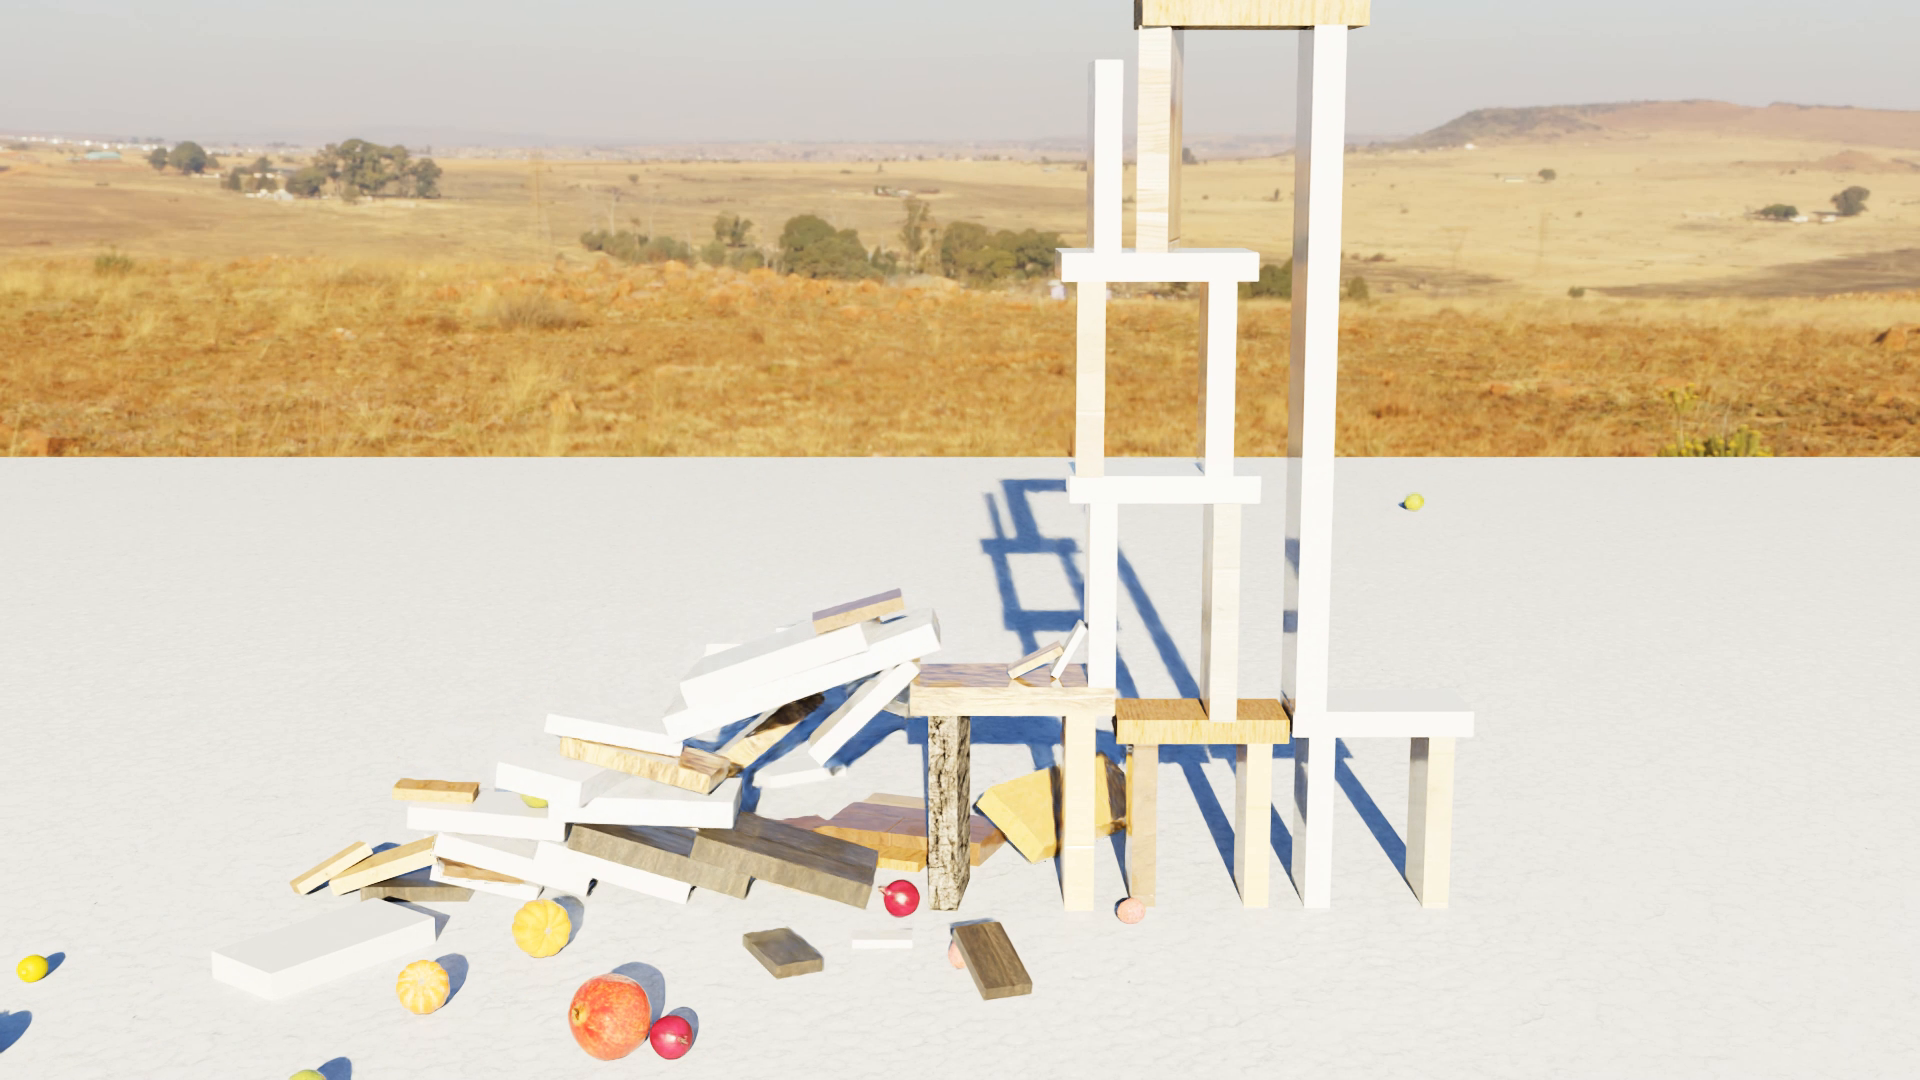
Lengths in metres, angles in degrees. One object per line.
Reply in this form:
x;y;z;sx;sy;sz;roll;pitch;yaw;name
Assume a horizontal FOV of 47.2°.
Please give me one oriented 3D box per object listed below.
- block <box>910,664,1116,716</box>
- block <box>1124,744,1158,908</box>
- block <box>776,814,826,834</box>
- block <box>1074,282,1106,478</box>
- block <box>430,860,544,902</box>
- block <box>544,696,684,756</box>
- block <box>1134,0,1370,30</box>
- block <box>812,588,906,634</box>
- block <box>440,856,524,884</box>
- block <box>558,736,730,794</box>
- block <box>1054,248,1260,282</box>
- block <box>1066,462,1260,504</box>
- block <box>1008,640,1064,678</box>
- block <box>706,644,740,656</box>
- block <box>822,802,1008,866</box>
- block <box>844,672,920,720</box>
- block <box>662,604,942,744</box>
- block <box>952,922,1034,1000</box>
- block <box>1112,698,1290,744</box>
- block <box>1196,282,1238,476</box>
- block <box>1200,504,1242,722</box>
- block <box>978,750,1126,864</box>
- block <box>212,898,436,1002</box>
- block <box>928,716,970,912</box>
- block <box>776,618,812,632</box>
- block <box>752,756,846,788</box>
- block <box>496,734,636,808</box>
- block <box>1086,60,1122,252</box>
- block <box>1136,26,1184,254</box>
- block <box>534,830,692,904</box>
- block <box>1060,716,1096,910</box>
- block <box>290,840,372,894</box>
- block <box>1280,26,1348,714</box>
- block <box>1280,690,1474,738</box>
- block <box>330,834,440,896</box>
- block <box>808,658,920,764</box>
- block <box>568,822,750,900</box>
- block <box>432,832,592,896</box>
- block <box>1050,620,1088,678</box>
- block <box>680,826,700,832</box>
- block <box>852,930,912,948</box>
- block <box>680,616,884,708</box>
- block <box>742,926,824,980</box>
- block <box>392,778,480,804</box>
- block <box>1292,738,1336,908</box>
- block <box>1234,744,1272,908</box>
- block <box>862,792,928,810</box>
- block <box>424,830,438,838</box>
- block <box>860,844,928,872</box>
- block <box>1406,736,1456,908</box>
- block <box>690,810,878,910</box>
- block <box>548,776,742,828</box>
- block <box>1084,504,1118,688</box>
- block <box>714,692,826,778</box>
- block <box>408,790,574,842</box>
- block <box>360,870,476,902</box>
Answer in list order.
0.084;0.244;3.606;0.329;0.047;0.164;0;11;0;block
0.300;0.453;3.648;0.039;0.277;0.139;0;11;0;block
-0.314;0.525;3.958;0.155;0.022;0.077;-5;12;-24;block
0.206;-0.262;3.496;0.043;0.305;0.153;0;11;2;block
-0.783;0.558;3.666;0.177;0.025;0.089;13;10;-2;block
-0.569;0.308;3.644;0.223;0.032;0.112;11;10;-7;block
0.447;-0.818;3.406;0.343;0.049;0.171;0;11;0;block
-0.163;0.114;3.538;0.148;0.021;0.074;-16;10;-1;block
-0.789;0.541;3.632;0.131;0.019;0.066;10;11;-19;block
-0.519;0.357;3.627;0.257;0.032;0.112;14;12;8;block
0.308;-0.435;3.473;0.305;0.043;0.153;0;11;-2;block
0.323;-0.093;3.533;0.300;0.042;0.150;0;11;1;block
0.123;0.195;3.592;0.095;0.013;0.047;-26;9;5;block
-0.397;0.210;3.972;0.071;0.020;0.142;-2;-13;19;block
-0.081;0.522;3.918;0.298;0.042;0.149;4;11;20;block
-0.147;0.241;4.086;0.041;0.146;0.292;-24;-19;17;block
-0.256;0.218;3.616;0.461;0.044;0.157;-20;9;3;block
0.048;0.628;3.285;0.074;0.021;0.149;-4;29;-19;block
0.393;0.297;3.619;0.277;0.039;0.139;0;11;0;block
0.408;-0.264;3.502;0.043;0.305;0.153;0;11;1;block
0.422;0.103;3.576;0.042;0.358;0.150;0;11;0;block
0.194;0.473;3.929;0.146;0.041;0.369;45;29;23;block
-0.972;0.624;3.371;0.149;0.042;0.298;8;13;37;block
-0.017;0.429;3.638;0.047;0.328;0.164;1;11;7;block
-0.302;0.184;4.050;0.018;0.064;0.129;5;9;21;block
-0.317;0.455;4.332;0.166;0.023;0.083;-6;12;-31;block
-0.627;0.367;3.673;0.149;0.042;0.328;12;12;15;block
0.226;-0.601;3.446;0.041;0.292;0.146;-1;11;-1;block
0.315;-0.628;3.454;0.049;0.343;0.171;2;11;12;block
-0.568;0.533;3.658;0.257;0.036;0.128;17;9;-3;block
0.194;0.428;3.640;0.047;0.328;0.164;0;11;0;block
-1.052;0.548;3.676;0.131;0.019;0.066;-31;11;-26;block
0.562;-0.265;3.507;0.049;1.077;0.171;0;11;0;block
0.681;0.284;3.612;0.291;0.041;0.145;0;11;0;block
-0.953;0.540;3.666;0.177;0.025;0.089;-18;10;-1;block
-0.158;0.270;3.620;0.223;0.032;0.112;-43;8;5;block
-0.491;0.514;3.654;0.299;0.042;0.149;17;8;-3;block
-0.734;0.520;3.656;0.257;0.036;0.128;16;9;-5;block
0.177;0.178;3.592;0.013;0.095;0.047;29;9;-5;block
-0.530;0.521;3.890;0.190;0.020;0.071;-10;7;-3;block
-0.122;0.625;3.445;0.095;0.013;0.047;0;11;-2;block
-0.290;0.186;3.595;0.314;0.044;0.157;-18;9;10;block
-0.273;0.633;3.377;0.074;0.021;0.149;-5;12;-25;block
-0.870;0.417;3.653;0.131;0.019;0.066;4;9;-4;block
0.585;0.446;3.646;0.041;0.291;0.145;0;11;0;block
0.485;0.453;3.648;0.039;0.277;0.139;0;11;0;block
-0.098;0.500;4.088;0.166;0.023;0.083;4;11;21;block
-0.880;0.537;3.900;0.142;0.020;0.071;10;14;43;block
-0.121;0.552;3.822;0.129;0.018;0.064;4;11;20;block
0.779;0.446;3.646;0.041;0.291;0.145;0;11;0;block
-0.289;0.523;3.652;0.299;0.042;0.149;17;15;-3;block
-0.518;0.429;3.639;0.299;0.042;0.149;2;10;0;block
0.228;0.075;3.569;0.042;0.300;0.150;0;11;0;block
-0.401;0.387;4.093;0.314;0.044;0.157;-40;4;-28;block
-0.772;0.453;3.649;0.257;0.036;0.128;5;10;1;block
-0.900;0.577;3.671;0.177;0.025;0.089;0;11;0;block
